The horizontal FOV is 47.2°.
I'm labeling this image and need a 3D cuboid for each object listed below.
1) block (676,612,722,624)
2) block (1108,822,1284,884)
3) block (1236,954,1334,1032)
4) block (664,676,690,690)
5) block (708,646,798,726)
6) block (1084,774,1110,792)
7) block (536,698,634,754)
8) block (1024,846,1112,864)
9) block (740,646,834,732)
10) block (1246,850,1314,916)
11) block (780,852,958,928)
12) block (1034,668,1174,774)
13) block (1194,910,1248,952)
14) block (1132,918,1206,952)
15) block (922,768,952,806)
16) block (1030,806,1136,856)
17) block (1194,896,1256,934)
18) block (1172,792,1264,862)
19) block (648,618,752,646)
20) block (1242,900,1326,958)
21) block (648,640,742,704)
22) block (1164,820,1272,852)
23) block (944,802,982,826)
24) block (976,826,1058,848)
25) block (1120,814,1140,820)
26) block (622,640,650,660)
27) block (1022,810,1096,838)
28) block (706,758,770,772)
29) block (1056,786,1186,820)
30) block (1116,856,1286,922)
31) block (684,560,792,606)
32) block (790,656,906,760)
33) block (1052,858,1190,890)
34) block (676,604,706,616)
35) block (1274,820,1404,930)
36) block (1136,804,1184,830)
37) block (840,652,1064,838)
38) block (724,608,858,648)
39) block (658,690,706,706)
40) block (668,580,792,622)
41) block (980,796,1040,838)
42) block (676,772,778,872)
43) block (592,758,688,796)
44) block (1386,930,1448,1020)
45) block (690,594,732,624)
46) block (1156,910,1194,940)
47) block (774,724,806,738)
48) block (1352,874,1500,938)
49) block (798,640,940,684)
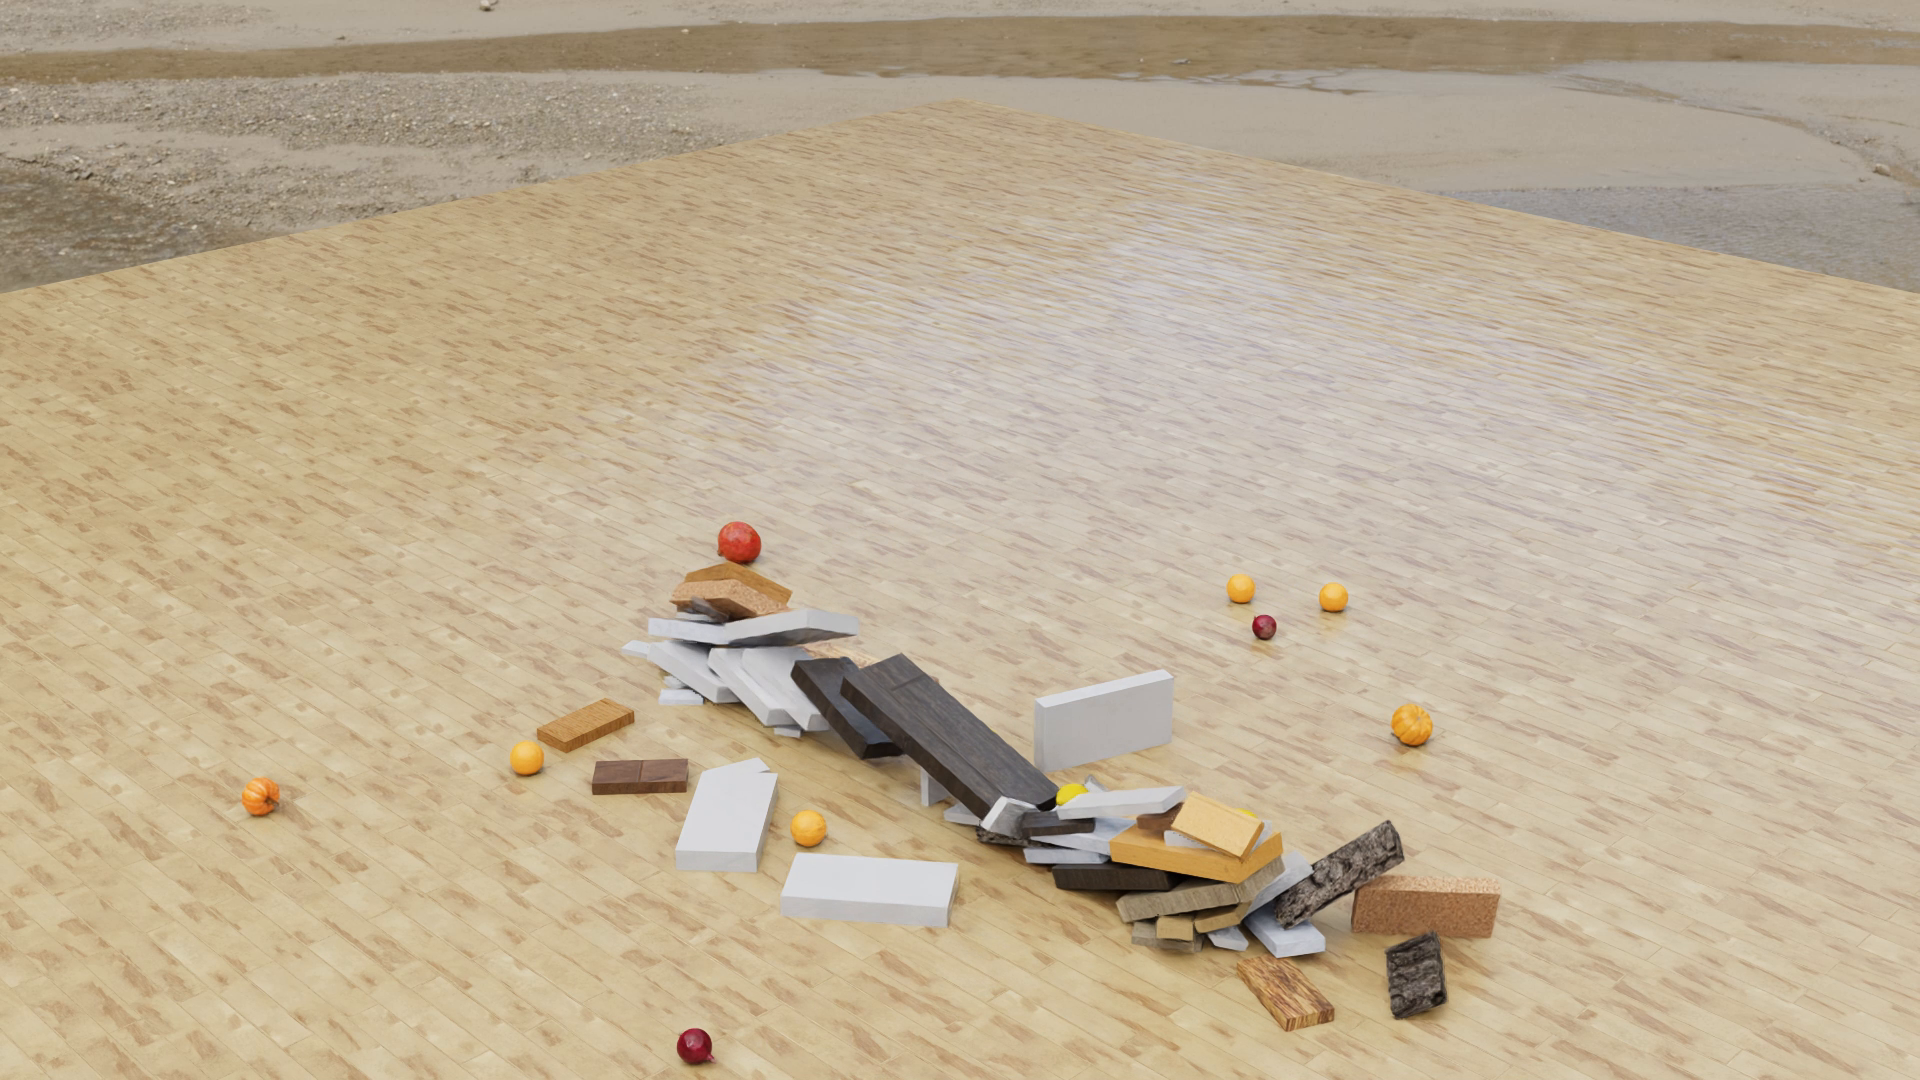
[{"bbox_3d":[-0.601,0.181,5.083,0.097,0.014,0.049,4,-6,31],"label":"block"},{"bbox_3d":[0.429,0.559,4.011,0.285,0.040,0.143,3,19,43],"label":"block"},{"bbox_3d":[0.570,0.792,3.861,0.093,0.026,0.186,-8,24,-19],"label":"block"},{"bbox_3d":[-0.614,0.318,4.972,0.099,0.014,0.050,-4,20,-32],"label":"block"},{"bbox_3d":[-0.428,0.320,4.843,0.141,0.040,0.283,1,25,-36],"label":"block"},{"bbox_3d":[0.277,0.498,4.349,0.068,0.019,0.136,39,2,3],"label":"block"},{"bbox_3d":[-0.813,0.402,4.778,0.096,0.027,0.192,19,29,37],"label":"block"},{"bbox_3d":[0.228,0.590,4.229,0.100,0.028,0.200,-23,10,-42],"label":"block"},{"bbox_3d":[-0.343,0.321,4.784,0.144,0.041,0.289,0,27,-38],"label":"block"},{"bbox_3d":[0.565,0.640,4.067,0.174,0.025,0.087,-32,8,-2],"label":"block"},{"bbox_3d":[-0.169,0.660,4.150,0.313,0.044,0.157,3,23,7],"label":"block"},{"bbox_3d":[0.305,0.383,4.657,0.313,0.157,0.044,-11,25,-24],"label":"block"},{"bbox_3d":[0.474,0.709,4.039,0.064,0.018,0.129,14,17,-23],"label":"block"},{"bbox_3d":[0.382,0.724,4.031,0.129,0.018,0.064,5,23,11],"label":"block"},{"bbox_3d":[-0.047,0.466,4.481,0.071,0.142,0.020,-21,31,-40],"label":"block"},{"bbox_3d":[0.243,0.552,4.174,0.200,0.028,0.100,6,21,36],"label":"block"},{"bbox_3d":[0.497,0.655,4.027,0.087,0.025,0.174,-21,13,33],"label":"block"},{"bbox_3d":[0.459,0.509,3.912,0.152,0.022,0.076,20,69,38],"label":"block"},{"bbox_3d":[-0.573,0.212,5.069,0.283,0.040,0.141,4,0,42],"label":"block"},{"bbox_3d":[0.587,0.708,4.019,0.093,0.026,0.186,-6,14,-13],"label":"block"},{"bbox_3d":[-0.569,0.295,4.973,0.141,0.040,0.283,-2,19,-41],"label":"block"},{"bbox_3d":[0.466,0.529,3.969,0.174,0.025,0.087,0,17,34],"label":"block"},{"bbox_3d":[0.041,0.546,4.396,0.071,0.020,0.142,-22,15,-40],"label":"block"},{"bbox_3d":[0.137,0.566,4.316,0.200,0.028,0.100,-2,15,44],"label":"block"},{"bbox_3d":[0.407,0.564,4.291,0.126,0.036,0.368,-16,16,-35],"label":"block"},{"bbox_3d":[-0.736,0.258,5.135,0.099,0.014,0.050,11,25,24],"label":"block"},{"bbox_3d":[0.187,0.536,4.166,0.136,0.019,0.068,-5,17,8],"label":"block"},{"bbox_3d":[-0.463,0.487,4.591,0.120,0.017,0.060,-12,26,-27],"label":"block"},{"bbox_3d":[0.299,0.490,4.098,0.250,0.022,0.076,-11,11,42],"label":"block"},{"bbox_3d":[0.440,0.634,4.029,0.285,0.040,0.143,-18,5,41],"label":"block"},{"bbox_3d":[-0.525,0.119,5.135,0.162,0.046,0.323,27,-16,-20],"label":"block"},{"bbox_3d":[-0.225,0.355,4.678,0.144,0.041,0.289,-2,36,-41],"label":"block"},{"bbox_3d":[0.325,0.610,4.138,0.285,0.040,0.143,-8,11,46],"label":"block"},{"bbox_3d":[-0.625,0.167,5.147,0.049,0.014,0.097,28,-16,-21],"label":"block"},{"bbox_3d":[0.687,0.609,4.002,0.252,0.036,0.126,-33,8,13],"label":"block"},{"bbox_3d":[0.407,0.505,4.007,0.152,0.022,0.076,-1,16,32],"label":"block"},{"bbox_3d":[-0.021,0.405,4.410,0.162,0.046,0.491,-20,47,-40],"label":"block"},{"bbox_3d":[-0.372,0.196,4.854,0.144,0.041,0.289,11,-16,-42],"label":"block"},{"bbox_3d":[-0.621,0.351,4.915,0.099,0.014,0.050,0,23,1],"label":"block"},{"bbox_3d":[-0.532,0.151,5.081,0.162,0.046,0.323,29,-17,-26],"label":"block"},{"bbox_3d":[0.097,0.530,4.200,0.019,0.068,0.136,39,7,31],"label":"block"},{"bbox_3d":[-0.461,0.559,4.387,0.157,0.044,0.313,1,23,3],"label":"block"},{"bbox_3d":[-0.663,0.492,4.567,0.192,0.027,0.096,-1,23,-3],"label":"block"},{"bbox_3d":[0.802,0.765,3.871,0.093,0.026,0.186,-24,18,17],"label":"block"},{"bbox_3d":[-0.568,0.160,5.018,0.097,0.049,0.014,24,64,9],"label":"block"},{"bbox_3d":[0.392,0.699,4.006,0.064,0.018,0.129,3,6,5],"label":"block"},{"bbox_3d":[-0.357,0.394,4.808,0.060,0.017,0.120,8,24,14],"label":"block"},{"bbox_3d":[0.849,0.669,4.017,0.252,0.126,0.036,2,41,4],"label":"block"},{"bbox_3d":[-0.247,0.291,5.039,0.424,0.027,0.096,16,28,32],"label":"block"}]
